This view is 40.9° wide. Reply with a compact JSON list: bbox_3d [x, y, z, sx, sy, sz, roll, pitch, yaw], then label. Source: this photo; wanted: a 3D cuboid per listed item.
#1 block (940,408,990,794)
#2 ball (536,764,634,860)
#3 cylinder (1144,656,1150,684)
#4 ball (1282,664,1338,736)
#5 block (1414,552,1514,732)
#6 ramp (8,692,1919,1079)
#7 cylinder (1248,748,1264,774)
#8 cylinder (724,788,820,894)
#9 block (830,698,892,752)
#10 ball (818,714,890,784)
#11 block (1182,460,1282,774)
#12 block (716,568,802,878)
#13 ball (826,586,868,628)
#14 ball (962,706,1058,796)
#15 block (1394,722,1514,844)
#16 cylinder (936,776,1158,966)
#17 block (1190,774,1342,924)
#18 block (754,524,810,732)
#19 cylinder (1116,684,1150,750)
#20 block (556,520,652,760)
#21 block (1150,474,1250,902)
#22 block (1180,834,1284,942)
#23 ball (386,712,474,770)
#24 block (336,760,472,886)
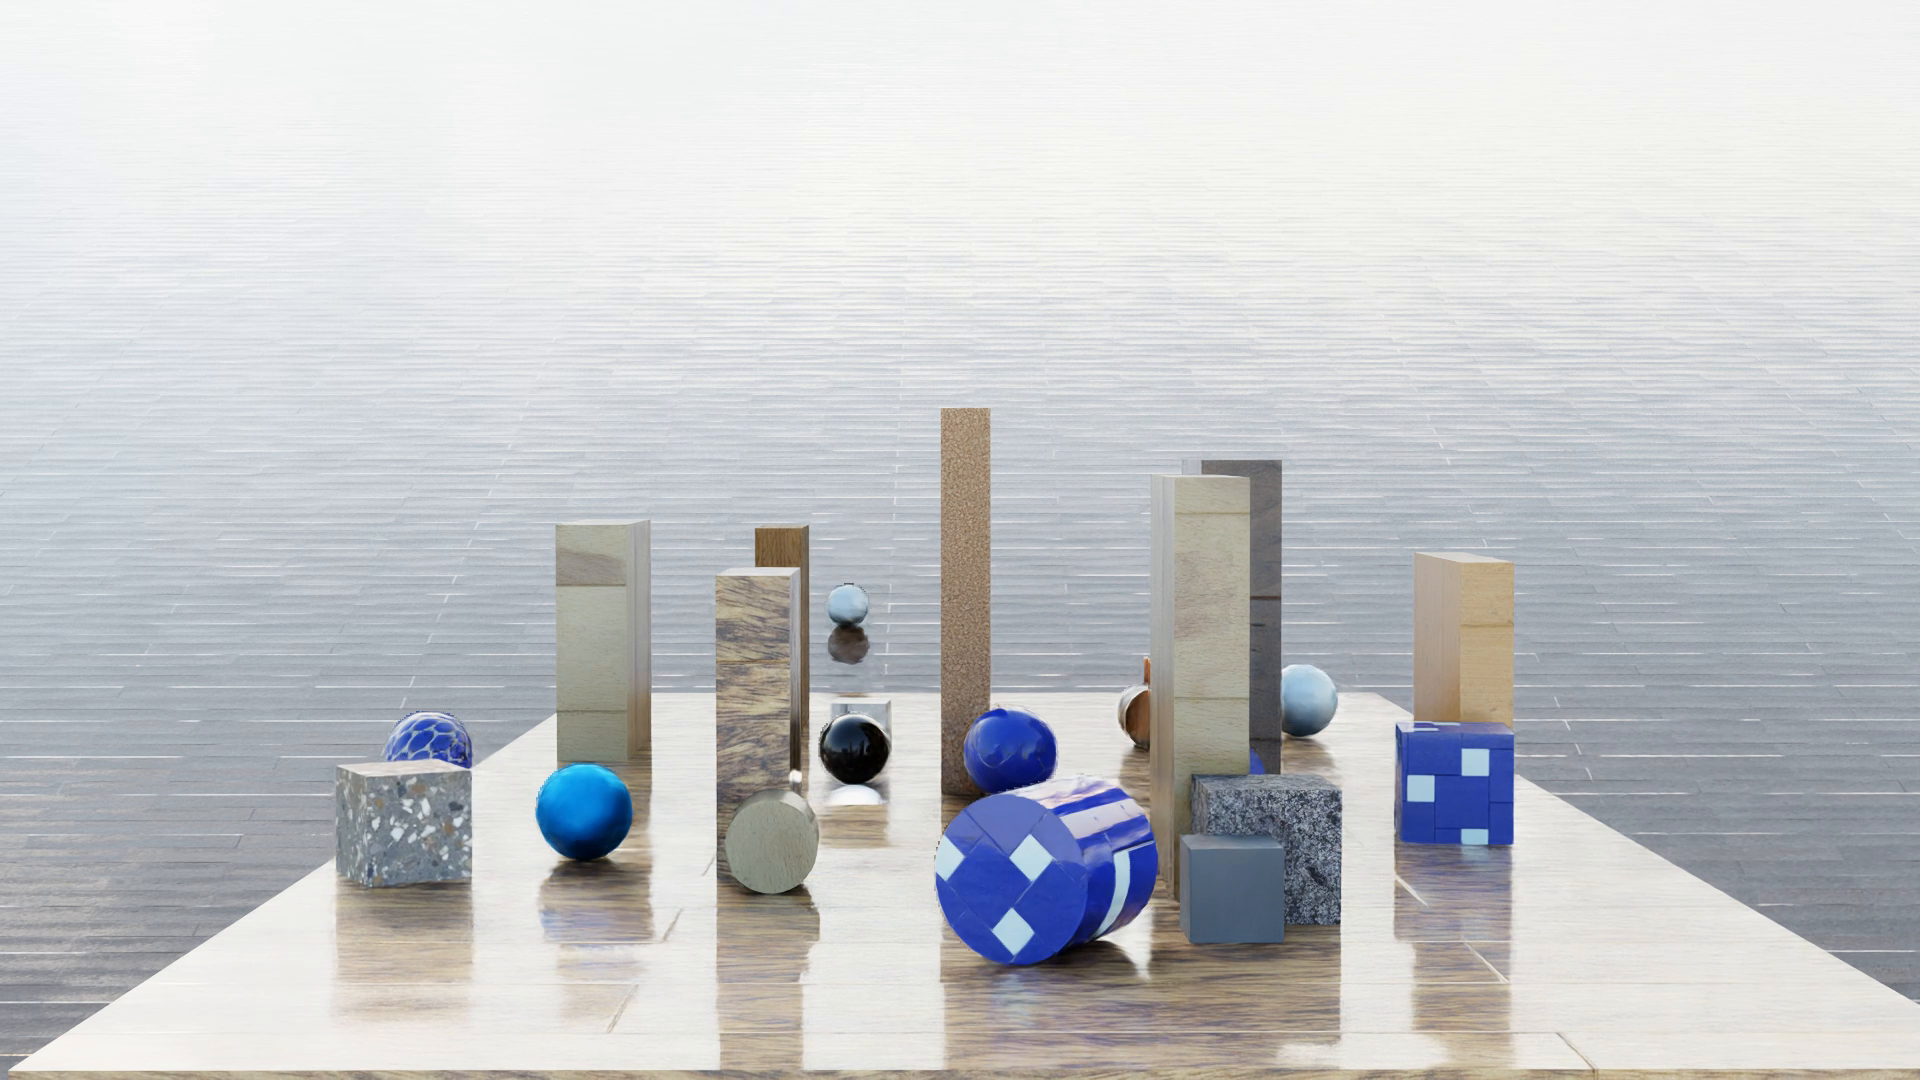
[{"bbox_3d":[0.010,0.105,4.734,0.088,0.689,0.287,0,2,0],"label":"block"},{"bbox_3d":[-0.562,0.408,3.860,0.144,0.144,0.144,0,24,0],"label":"ball"},{"bbox_3d":[0.484,0.338,5.679,0.158,0.158,0.158,0,2,0],"label":"cylinder"},{"bbox_3d":[0.734,0.344,5.538,0.155,0.155,0.155,0,24,0],"label":"ball"},{"bbox_3d":[0.854,0.245,4.394,0.087,0.432,0.424,0,2,0],"label":"block"},{"bbox_3d":[0.056,0.506,4.550,2.000,0.100,4.000,0,2,0],"label":"ramp"},{"bbox_3d":[0.416,0.391,4.259,0.149,0.149,0.149,-3,2,-6],"label":"cylinder"},{"bbox_3d":[-0.264,0.423,3.629,0.129,0.129,0.129,-1,2,-2],"label":"cylinder"},{"bbox_3d":[-0.199,0.379,5.193,0.110,0.110,0.110,0,2,4],"label":"block"},{"bbox_3d":[-0.195,0.384,4.746,0.130,0.130,0.130,0,24,0],"label":"ball"},{"bbox_3d":[0.493,0.152,4.714,0.141,0.597,0.392,0,2,0],"label":"block"},{"bbox_3d":[-0.297,0.264,3.818,0.106,0.435,0.258,0,2,0],"label":"block"},{"bbox_3d":[-0.309,0.183,7.081,0.117,0.117,0.117,0,24,0],"label":"ball"},{"bbox_3d":[0.088,0.374,4.524,0.166,0.166,0.166,0,24,0],"label":"ball"},{"bbox_3d":[0.785,0.384,4.102,0.173,0.173,0.173,0,2,6],"label":"block"},{"bbox_3d":[0.108,0.401,3.157,0.204,0.204,0.204,13,8,27],"label":"cylinder"},{"bbox_3d":[0.403,0.407,3.412,0.174,0.174,0.174,0,1,-2],"label":"block"},{"bbox_3d":[-0.398,0.192,5.788,0.102,0.445,0.292,0,2,0],"label":"block"},{"bbox_3d":[0.396,0.366,5.344,0.127,0.127,0.127,-2,2,-4],"label":"cylinder"},{"bbox_3d":[-0.730,0.197,5.306,0.140,0.468,0.411,0,2,0],"label":"block"},{"bbox_3d":[0.341,0.196,3.705,0.102,0.576,0.424,0,2,0],"label":"block"},{"bbox_3d":[0.343,0.441,3.265,0.117,0.117,0.117,0,2,-2],"label":"block"},{"bbox_3d":[-0.940,0.380,4.569,0.151,0.151,0.151,0,24,0],"label":"ball"},{"bbox_3d":[-0.807,0.407,3.735,0.154,0.154,0.154,-1,2,-30],"label":"block"}]
